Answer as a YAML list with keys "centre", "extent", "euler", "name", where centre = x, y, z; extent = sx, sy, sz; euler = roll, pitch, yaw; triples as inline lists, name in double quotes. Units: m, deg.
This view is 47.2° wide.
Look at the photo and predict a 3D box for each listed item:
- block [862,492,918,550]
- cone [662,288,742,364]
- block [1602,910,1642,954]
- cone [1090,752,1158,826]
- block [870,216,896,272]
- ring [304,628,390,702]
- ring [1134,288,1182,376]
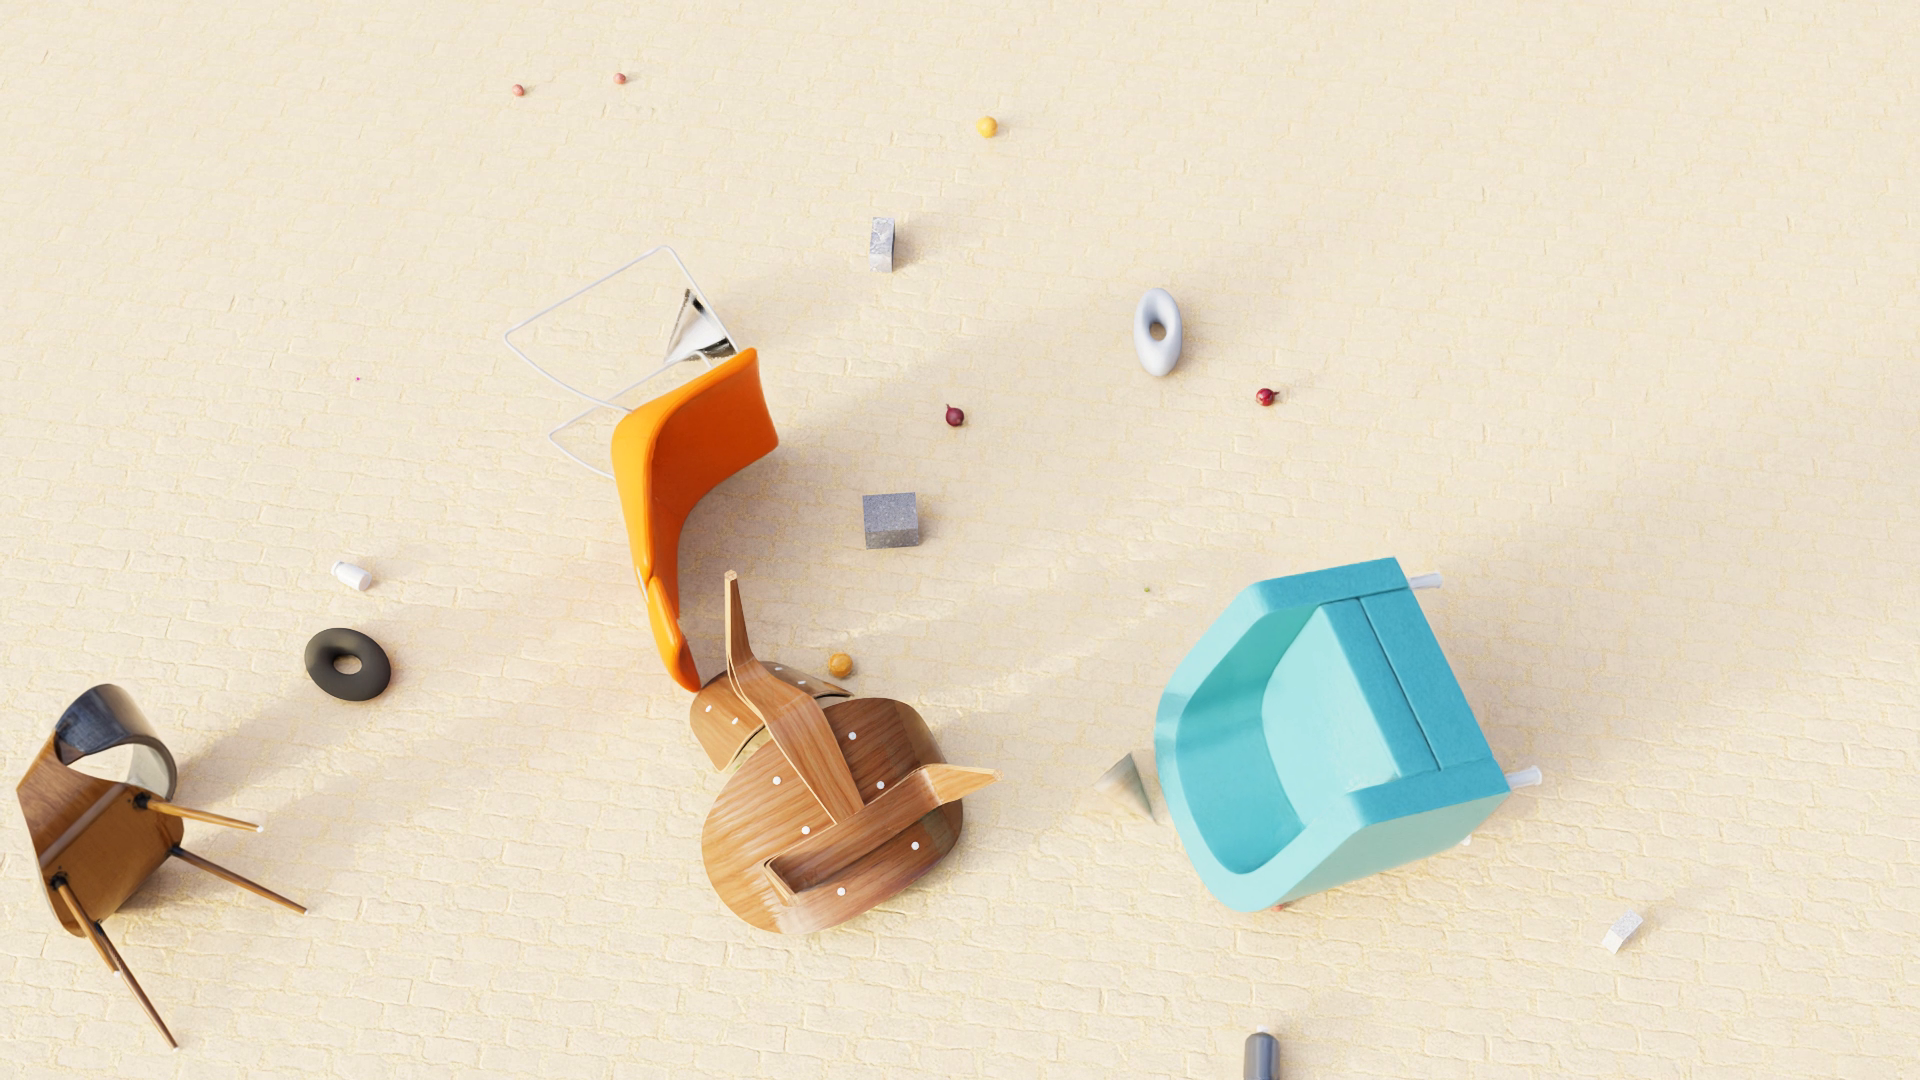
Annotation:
- centre: [-0.207, -0.057, 6.555]
  extent: [0.158, 0.094, 0.131]
  euler: [-4, 56, -3]
  name: "block"
- centre: [-0.858, -0.624, 6.949]
  extent: [0.218, 0.150, 0.314]
  euler: [-40, 68, -2]
  name: "cone"
- centre: [1.753, 1.037, 5.822]
  extent: [0.086, 0.093, 0.045]
  euler: [-37, 64, -22]
  name: "block"
- centre: [0.478, 0.709, 6.059]
  extent: [0.201, 0.130, 0.161]
  euler: [50, 46, 7]
  name: "cone"
- centre: [-0.253, -0.962, 7.165]
  extent: [0.071, 0.090, 0.159]
  euler: [3, 56, 2]
  name: "block"
- centre: [-1.752, 0.355, 6.291]
  extent: [0.285, 0.075, 0.203]
  euler: [33, 61, 21]
  name: "ring"
- centre: [0.626, -0.658, 6.948]
  extent: [0.156, 0.113, 0.335]
  euler: [-1, 55, 2]
  name: "ring"
